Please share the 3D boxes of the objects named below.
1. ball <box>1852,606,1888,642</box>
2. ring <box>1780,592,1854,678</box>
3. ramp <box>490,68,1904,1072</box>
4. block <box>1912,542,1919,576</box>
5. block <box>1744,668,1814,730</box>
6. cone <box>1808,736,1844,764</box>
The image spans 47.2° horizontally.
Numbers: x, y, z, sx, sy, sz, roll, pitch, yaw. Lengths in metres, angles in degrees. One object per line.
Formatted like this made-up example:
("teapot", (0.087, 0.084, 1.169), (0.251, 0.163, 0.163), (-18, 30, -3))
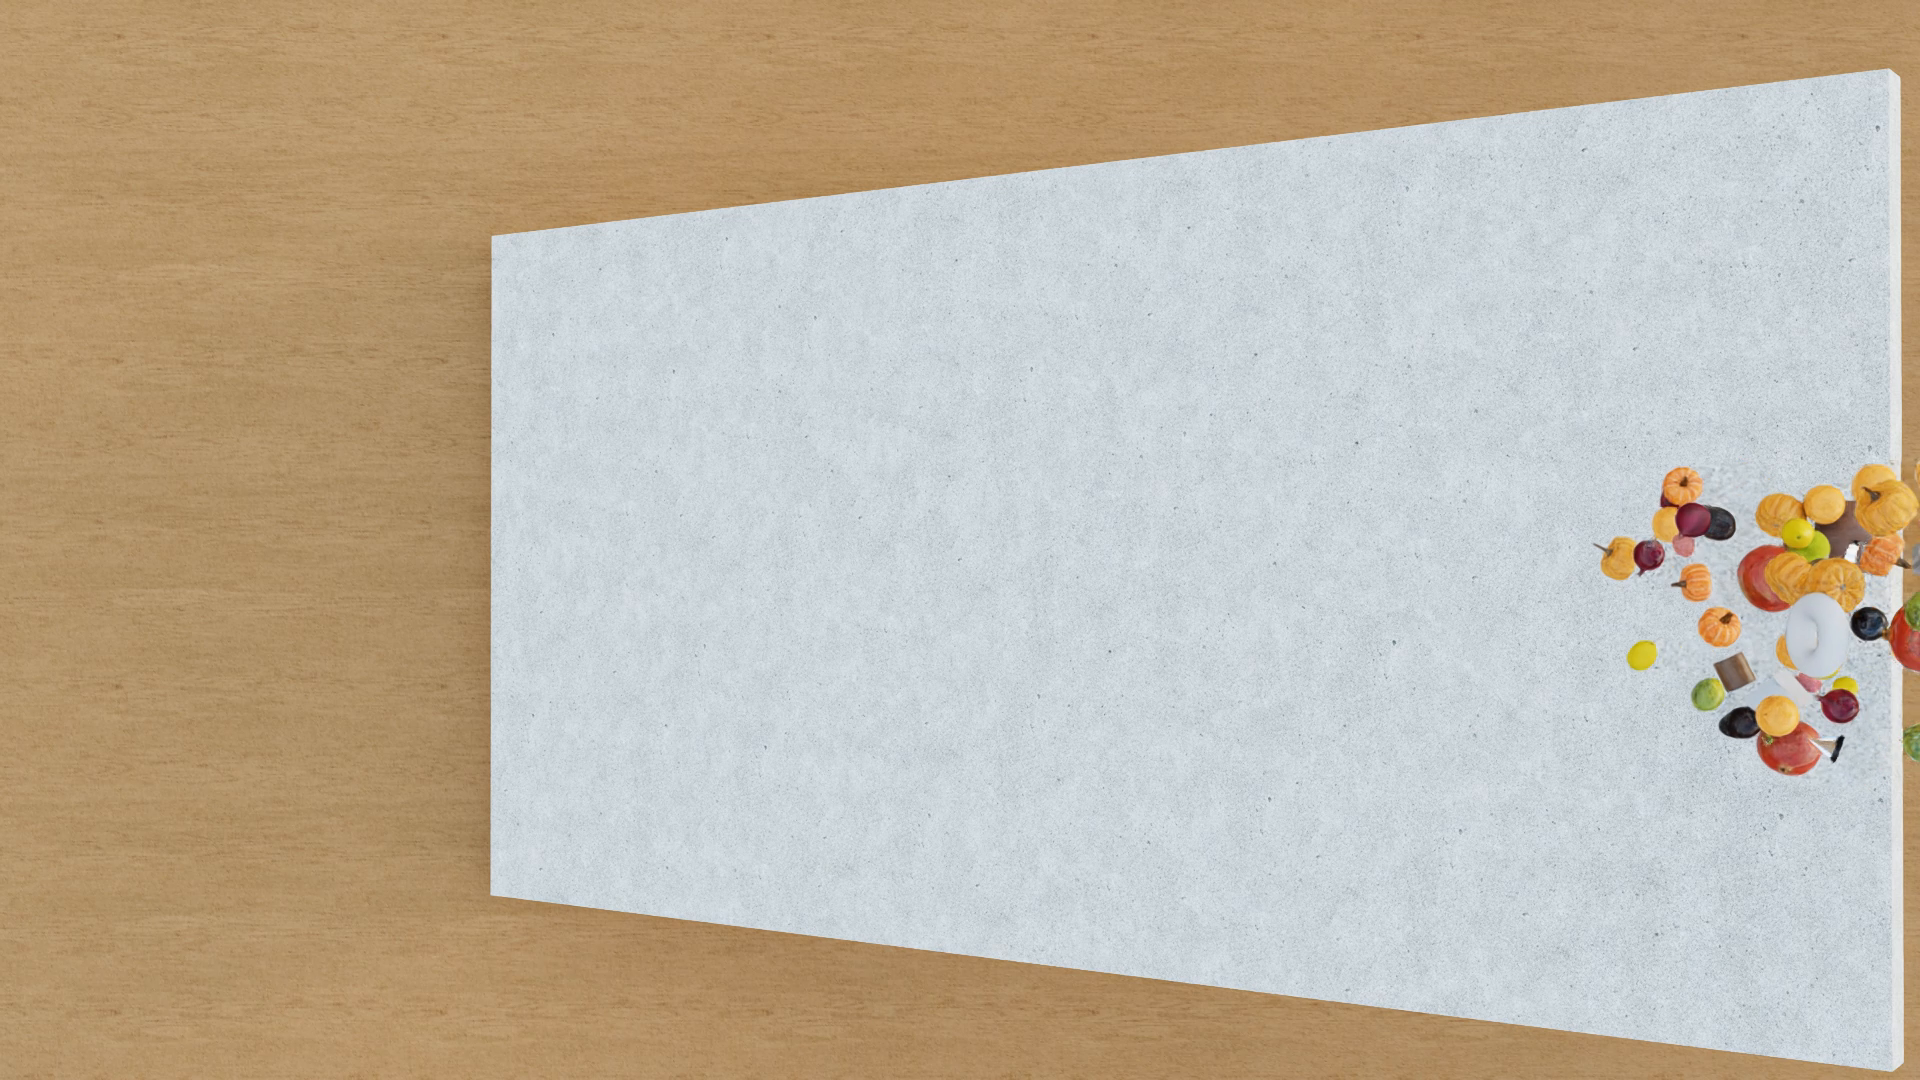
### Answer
("ball", (1.458, 0.135, 3.527), (0.056, 0.056, 0.056), (0, 90, 0))
("ring", (1.340, 0.149, 3.439), (0.045, 0.134, 0.134), (9, 90, -23))
("ramp", (0.245, 0.068, 5.570), (4.000, 0.100, 2.000), (0, 89, 35))
("block", (1.395, 0.027, 3.125), (0.054, 0.054, 0.054), (34, 45, -7))
("block", (1.532, 0.298, 4.117), (0.074, 0.074, 0.074), (53, 127, 18))
("cone", (1.622, 0.384, 4.128), (0.057, 0.057, 0.057), (20, 90, 20))
